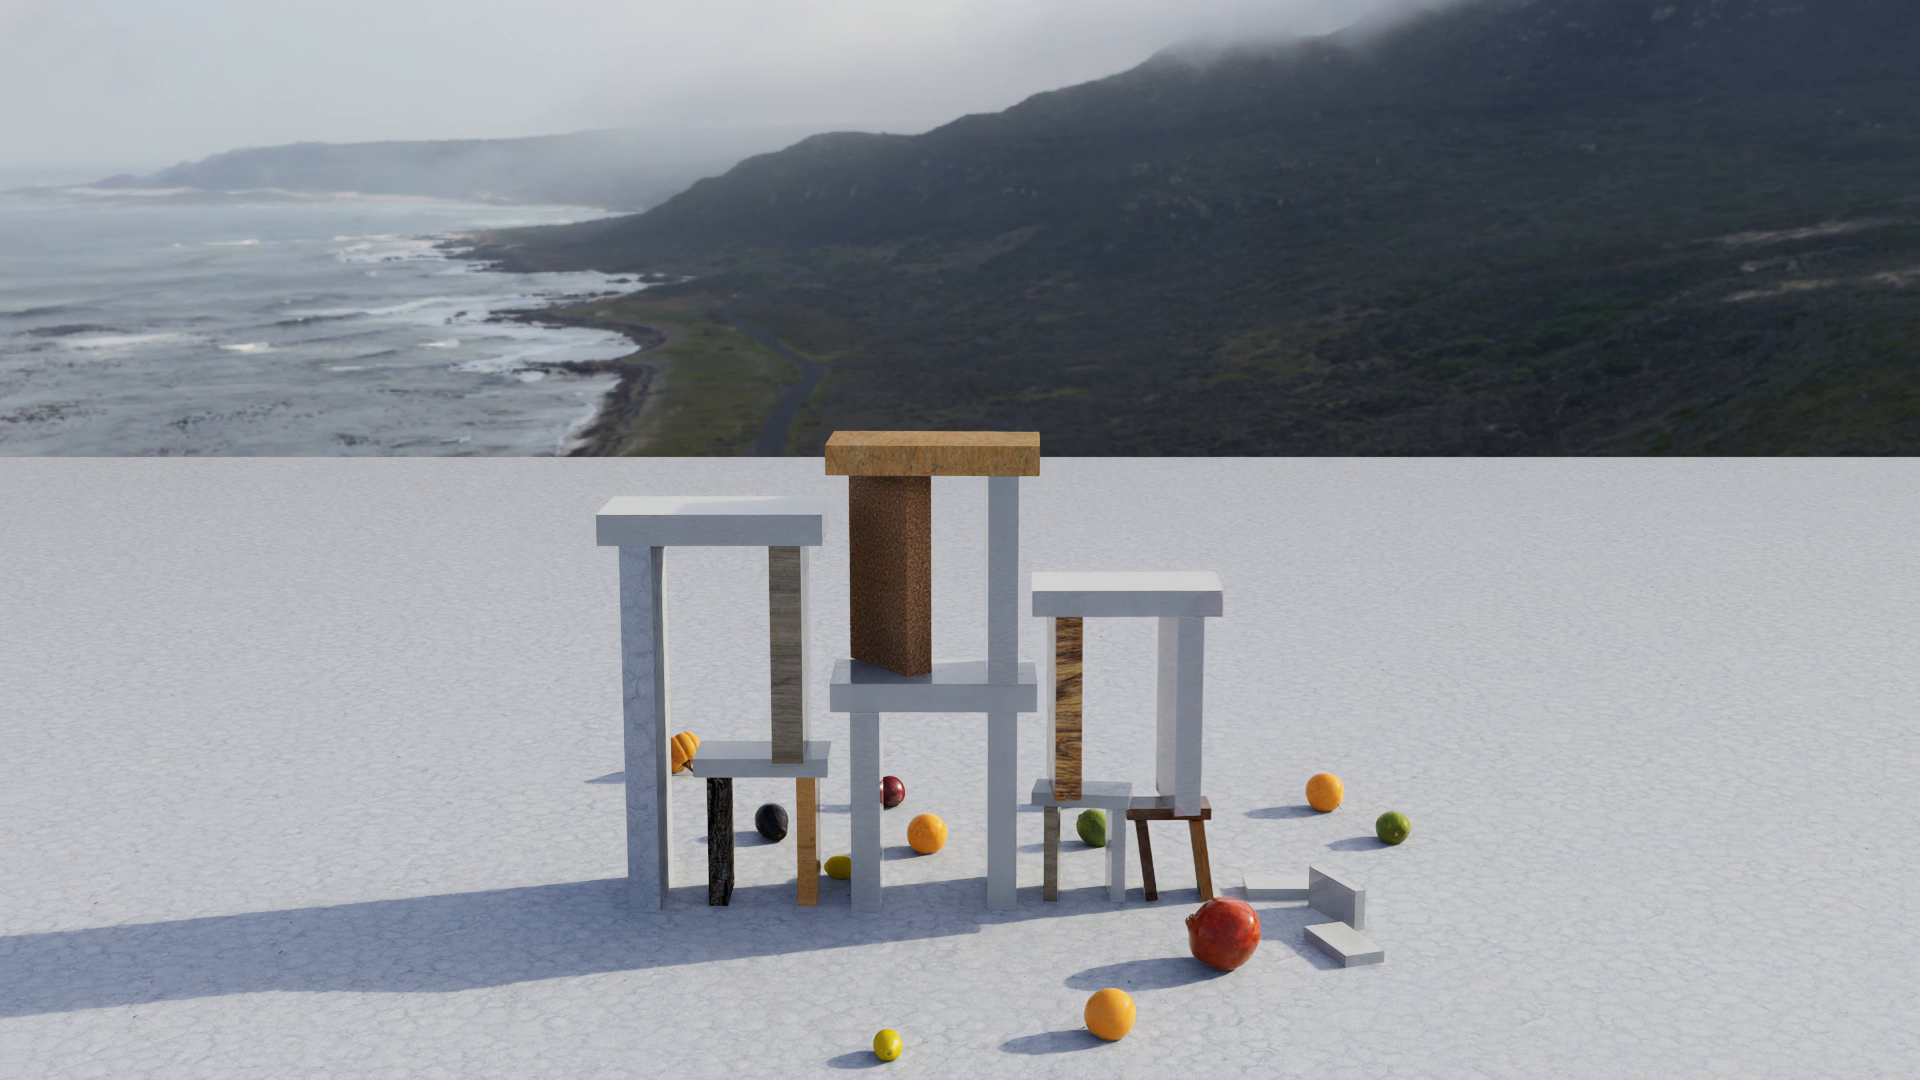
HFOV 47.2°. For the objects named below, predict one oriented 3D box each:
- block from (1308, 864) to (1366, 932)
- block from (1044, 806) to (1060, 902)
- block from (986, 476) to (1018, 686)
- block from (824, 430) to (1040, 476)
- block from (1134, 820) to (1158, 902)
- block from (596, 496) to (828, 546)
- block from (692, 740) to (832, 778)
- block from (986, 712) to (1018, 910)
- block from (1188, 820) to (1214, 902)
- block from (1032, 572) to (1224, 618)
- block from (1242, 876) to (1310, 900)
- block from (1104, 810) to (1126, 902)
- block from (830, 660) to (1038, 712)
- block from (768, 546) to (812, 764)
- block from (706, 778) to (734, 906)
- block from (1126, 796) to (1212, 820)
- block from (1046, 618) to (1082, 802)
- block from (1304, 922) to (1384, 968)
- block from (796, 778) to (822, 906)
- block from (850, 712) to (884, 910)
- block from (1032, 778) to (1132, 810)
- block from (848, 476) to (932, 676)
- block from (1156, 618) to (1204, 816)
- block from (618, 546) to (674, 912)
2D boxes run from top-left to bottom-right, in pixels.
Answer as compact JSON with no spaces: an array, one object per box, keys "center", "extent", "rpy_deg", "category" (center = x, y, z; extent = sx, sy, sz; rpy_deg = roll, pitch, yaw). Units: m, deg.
[{"center":[0.608,0.578,3.552],"extent":[0.019,0.067,0.134],"rpy_deg":[-5,11,-23],"category":"block"},{"center":[0.153,0.511,3.658],"extent":[0.023,0.160,0.080],"rpy_deg":[1,11,6],"category":"block"},{"center":[0.068,0.051,3.567],"extent":[0.048,0.338,0.169],"rpy_deg":[0,11,-1],"category":"block"},{"center":[-0.041,-0.140,3.537],"extent":[0.338,0.048,0.169],"rpy_deg":[0,11,2],"category":"block"},{"center":[0.307,0.522,3.653],"extent":[0.020,0.139,0.069],"rpy_deg":[-8,10,1],"category":"block"},{"center":[-0.396,-0.031,3.557],"extent":[0.356,0.050,0.178],"rpy_deg":[0,11,0],"category":"block"},{"center":[-0.324,0.361,3.622],"extent":[0.219,0.031,0.109],"rpy_deg":[0,11,0],"category":"block"},{"center":[0.069,0.426,3.642],"extent":[0.047,0.333,0.167],"rpy_deg":[0,11,0],"category":"block"},{"center":[0.399,0.522,3.652],"extent":[0.020,0.139,0.069],"rpy_deg":[-8,10,1],"category":"block"},{"center":[0.269,0.088,3.582],"extent":[0.304,0.043,0.152],"rpy_deg":[0,11,2],"category":"block"},{"center":[0.543,0.580,3.670],"extent":[0.134,0.019,0.067],"rpy_deg":[0,11,0],"category":"block"},{"center":[0.258,0.511,3.656],"extent":[0.023,0.160,0.080],"rpy_deg":[-1,11,-4],"category":"block"},{"center":[-0.042,0.239,3.609],"extent":[0.333,0.047,0.167],"rpy_deg":[0,11,0],"category":"block"},{"center":[-0.277,0.169,3.595],"extent":[0.050,0.356,0.178],"rpy_deg":[0,11,0],"category":"block"},{"center":[-0.396,0.483,3.645],"extent":[0.031,0.219,0.109],"rpy_deg":[0,11,0],"category":"block"},{"center":[0.342,0.443,3.638],"extent":[0.139,0.020,0.069],"rpy_deg":[0,11,-1],"category":"block"},{"center":[0.171,0.260,3.613],"extent":[0.043,0.304,0.152],"rpy_deg":[-1,11,-3],"category":"block"},{"center":[0.596,0.628,3.415],"extent":[0.067,0.019,0.134],"rpy_deg":[-4,11,-19],"category":"block"},{"center":[-0.251,0.483,3.645],"extent":[0.031,0.219,0.109],"rpy_deg":[0,11,0],"category":"block"},{"center":[-0.154,0.426,3.643],"extent":[0.047,0.333,0.166],"rpy_deg":[0,11,0],"category":"block"},{"center":[0.203,0.421,3.642],"extent":[0.160,0.023,0.080],"rpy_deg":[2,11,9],"category":"block"},{"center":[-0.115,0.041,3.616],"extent":[0.048,0.338,0.169],"rpy_deg":[-8,13,-36],"category":"block"},{"center":[0.360,0.272,3.608],"extent":[0.043,0.329,0.152],"rpy_deg":[-1,11,-6],"category":"block"},{"center":[-0.514,0.291,3.617],"extent":[0.050,0.606,0.178],"rpy_deg":[0,11,0],"category":"block"}]
